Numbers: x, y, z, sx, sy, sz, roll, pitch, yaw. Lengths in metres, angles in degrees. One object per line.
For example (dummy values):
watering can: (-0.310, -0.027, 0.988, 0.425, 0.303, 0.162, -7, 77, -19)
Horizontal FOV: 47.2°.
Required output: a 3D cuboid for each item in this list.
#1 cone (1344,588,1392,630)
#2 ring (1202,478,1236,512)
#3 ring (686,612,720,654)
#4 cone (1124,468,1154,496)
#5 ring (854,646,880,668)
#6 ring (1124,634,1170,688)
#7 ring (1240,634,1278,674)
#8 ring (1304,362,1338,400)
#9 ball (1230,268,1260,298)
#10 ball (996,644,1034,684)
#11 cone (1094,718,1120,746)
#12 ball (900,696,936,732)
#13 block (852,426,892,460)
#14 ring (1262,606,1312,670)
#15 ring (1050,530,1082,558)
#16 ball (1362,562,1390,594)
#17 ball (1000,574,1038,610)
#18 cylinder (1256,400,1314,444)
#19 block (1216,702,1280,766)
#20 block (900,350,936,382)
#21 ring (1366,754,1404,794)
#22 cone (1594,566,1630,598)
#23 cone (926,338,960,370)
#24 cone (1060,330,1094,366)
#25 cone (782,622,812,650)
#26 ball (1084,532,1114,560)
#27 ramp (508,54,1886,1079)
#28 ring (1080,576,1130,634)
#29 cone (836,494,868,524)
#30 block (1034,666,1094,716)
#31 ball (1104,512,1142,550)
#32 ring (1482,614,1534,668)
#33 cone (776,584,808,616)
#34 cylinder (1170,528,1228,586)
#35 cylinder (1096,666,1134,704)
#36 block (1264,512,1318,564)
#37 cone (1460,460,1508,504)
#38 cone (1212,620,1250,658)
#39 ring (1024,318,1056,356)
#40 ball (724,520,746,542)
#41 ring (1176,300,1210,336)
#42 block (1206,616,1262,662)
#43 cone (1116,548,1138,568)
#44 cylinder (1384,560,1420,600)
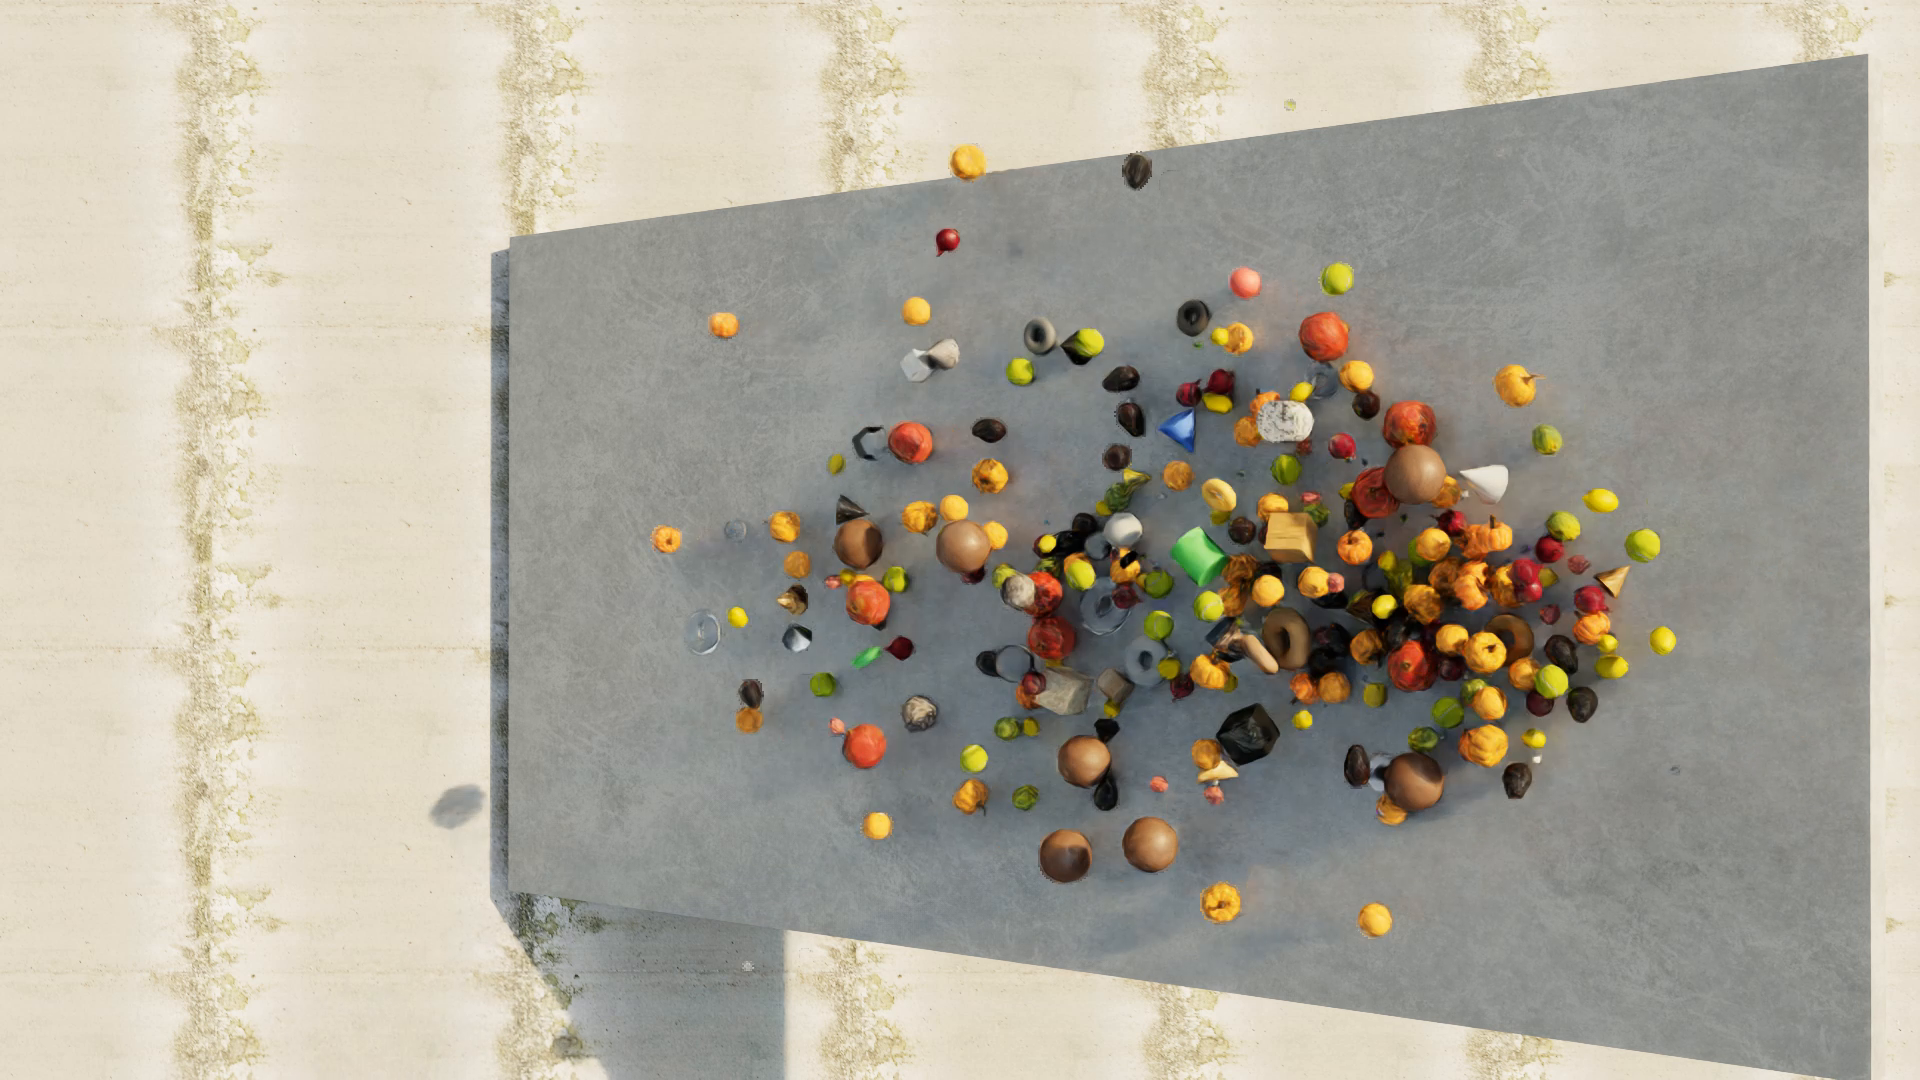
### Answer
cone: (0.889, 0.155, 4.859, 0.094, 0.094, 0.094, -5, 90, 38)
ring: (0.590, -0.101, 5.000, 0.088, 0.088, 0.029, 46, 59, 0)
ring: (-0.725, 0.261, 6.192, 0.123, 0.041, 0.123, -2, 88, 38)
cone: (0.434, -0.146, 5.284, 0.066, 0.066, 0.066, -10, 90, 18)
ring: (-0.244, 0.307, 5.763, 0.083, 0.083, 0.028, -32, 96, 0)
ring: (0.448, 0.289, 5.266, 0.132, 0.044, 0.132, -5, 83, 43)
ring: (0.676, 0.259, 4.972, 0.037, 0.111, 0.111, -42, 90, 5)
ring: (0.819, -0.362, 4.991, 0.088, 0.029, 0.088, 1, 91, 39)
ball: (0.660, -0.595, 5.092, 0.070, 0.070, 0.070, 0, 90, 0)
ball: (0.137, 0.308, 5.479, 0.098, 0.098, 0.098, 0, 90, 0)
cone: (0.352, 0.478, 5.346, 0.061, 0.061, 0.061, 10, 124, 0)
ball: (-0.106, 0.447, 5.672, 0.092, 0.092, 0.092, 0, 90, 0)
block: (-0.233, -0.255, 5.795, 0.064, 0.064, 0.064, -36, 69, 32)
ring: (0.745, 0.224, 5.007, 0.050, 0.149, 0.149, -10, 90, -29)
ring: (0.260, 0.010, 5.403, 0.079, 0.026, 0.079, -3, 130, -4)
ball: (0.928, 0.085, 4.875, 0.073, 0.073, 0.073, 0, 90, 0)
ball: (0.141, 0.124, 5.279, 0.088, 0.088, 0.088, 0, 90, 0)
cylinder: (0.729, -0.265, 4.932, 0.094, 0.094, 0.094, 1, 91, 35)
block: (0.656, 0.443, 5.007, 0.090, 0.090, 0.090, -27, 105, 38)
block: (-0.109, -0.452, 5.703, 0.057, 0.057, 0.057, -40, 66, 31)
ring: (0.944, 0.519, 4.887, 0.089, 0.030, 0.089, 1, 92, 38)
cone: (1.363, 0.075, 4.557, 0.068, 0.068, 0.068, -42, 90, 4)
cone: (-0.060, -0.479, 5.647, 0.083, 0.083, 0.083, 1, 92, 39)
cone: (0.270, -0.473, 5.387, 0.085, 0.085, 0.085, 0, 90, 38)
cone: (-0.449, 0.243, 5.977, 0.082, 0.082, 0.082, -8, 126, -12)
ball: (0.337, 0.014, 5.341, 0.070, 0.070, 0.070, 0, 90, 0)
ramp: (0.222, 0.063, 5.539, 4.000, 0.100, 2.000, 0, 90, 38)
ring: (0.352, 0.160, 5.339, 0.143, 0.048, 0.143, -9, 76, 39)
cone: (-0.280, -0.075, 5.847, 0.081, 0.081, 0.081, 9, 90, 11)
block: (0.256, 0.369, 5.390, 0.091, 0.091, 0.091, 24, 104, 36)
ball: (0.392, -0.023, 5.286, 0.090, 0.090, 0.090, 0, 90, 0)
ring: (1.172, 0.215, 4.704, 0.117, 0.039, 0.117, 4, 96, 40)
cone: (-0.470, 0.163, 5.965, 0.085, 0.085, 0.085, 0, 90, 38)
cylinder: (0.547, 0.038, 5.027, 0.095, 0.095, 0.095, -41, 67, 0)
cylinder: (0.374, 0.350, 5.314, 0.065, 0.065, 0.065, -47, 60, 0)
block: (0.740, -0.004, 4.904, 0.087, 0.087, 0.087, 2, 69, 27)
cone: (1.097, -0.131, 4.670, 0.093, 0.093, 0.093, 11, 90, -29)
cone: (0.636, 0.244, 5.029, 0.085, 0.085, 0.085, 38, 90, 3)
ring: (0.198, -0.507, 5.478, 0.094, 0.031, 0.094, 3, 94, 41)
ball: (-0.622, -0.027, 6.101, 0.060, 0.060, 0.060, 0, 90, 0)
ring: (0.551, -0.525, 5.203, 0.087, 0.029, 0.087, -1, 88, 41)
block: (0.635, 0.230, 5.102, 0.076, 0.076, 0.076, -49, 62, 27)
cone: (0.387, 0.032, 5.229, 0.050, 0.050, 0.050, -43, 53, 0)
cylinder: (0.970, 0.087, 4.821, 0.064, 0.064, 0.064, -24, 117, 0)
